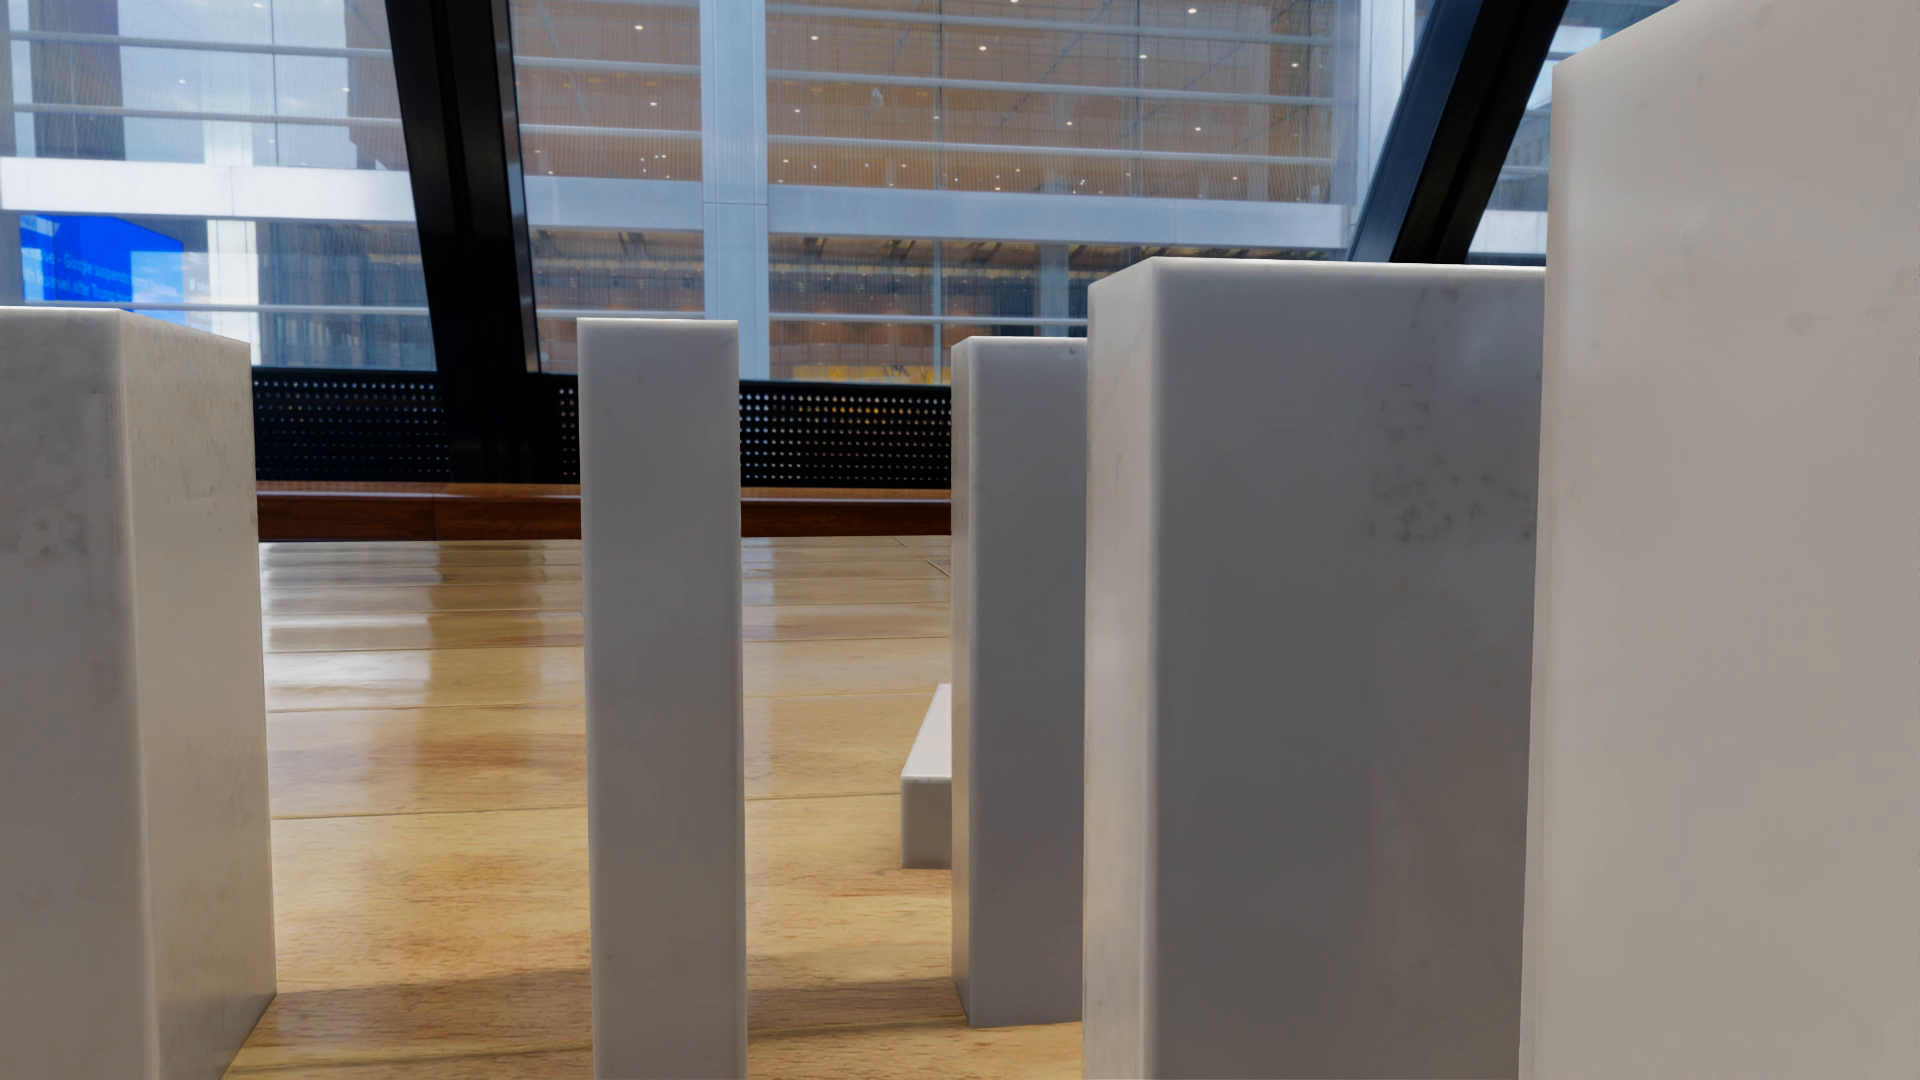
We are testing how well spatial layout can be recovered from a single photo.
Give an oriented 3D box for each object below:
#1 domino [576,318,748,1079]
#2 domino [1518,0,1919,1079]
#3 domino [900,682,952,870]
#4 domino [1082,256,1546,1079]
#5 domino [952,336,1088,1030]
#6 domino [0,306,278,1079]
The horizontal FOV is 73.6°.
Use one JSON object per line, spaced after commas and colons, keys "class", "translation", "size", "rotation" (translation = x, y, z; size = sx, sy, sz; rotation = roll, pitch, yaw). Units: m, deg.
{"class": "domino", "translation": [-0.020, 0.011, 0.091], "size": [0.010, 0.050, 0.025], "rotation": [-1, 4, -11]}
{"class": "domino", "translation": [0.025, 0.016, 0.024], "size": [0.025, 0.050, 0.009], "rotation": [-1, 4, -7]}
{"class": "domino", "translation": [0.008, 0.026, 0.152], "size": [0.025, 0.010, 0.050], "rotation": [0, 4, 4]}
{"class": "domino", "translation": [0.019, 0.013, 0.060], "size": [0.025, 0.050, 0.009], "rotation": [-1, 4, -10]}
{"class": "domino", "translation": [0.012, 0.010, 0.098], "size": [0.025, 0.050, 0.010], "rotation": [-1, 4, -9]}
{"class": "domino", "translation": [-0.054, 0.011, 0.084], "size": [0.010, 0.050, 0.025], "rotation": [-1, 4, -14]}
